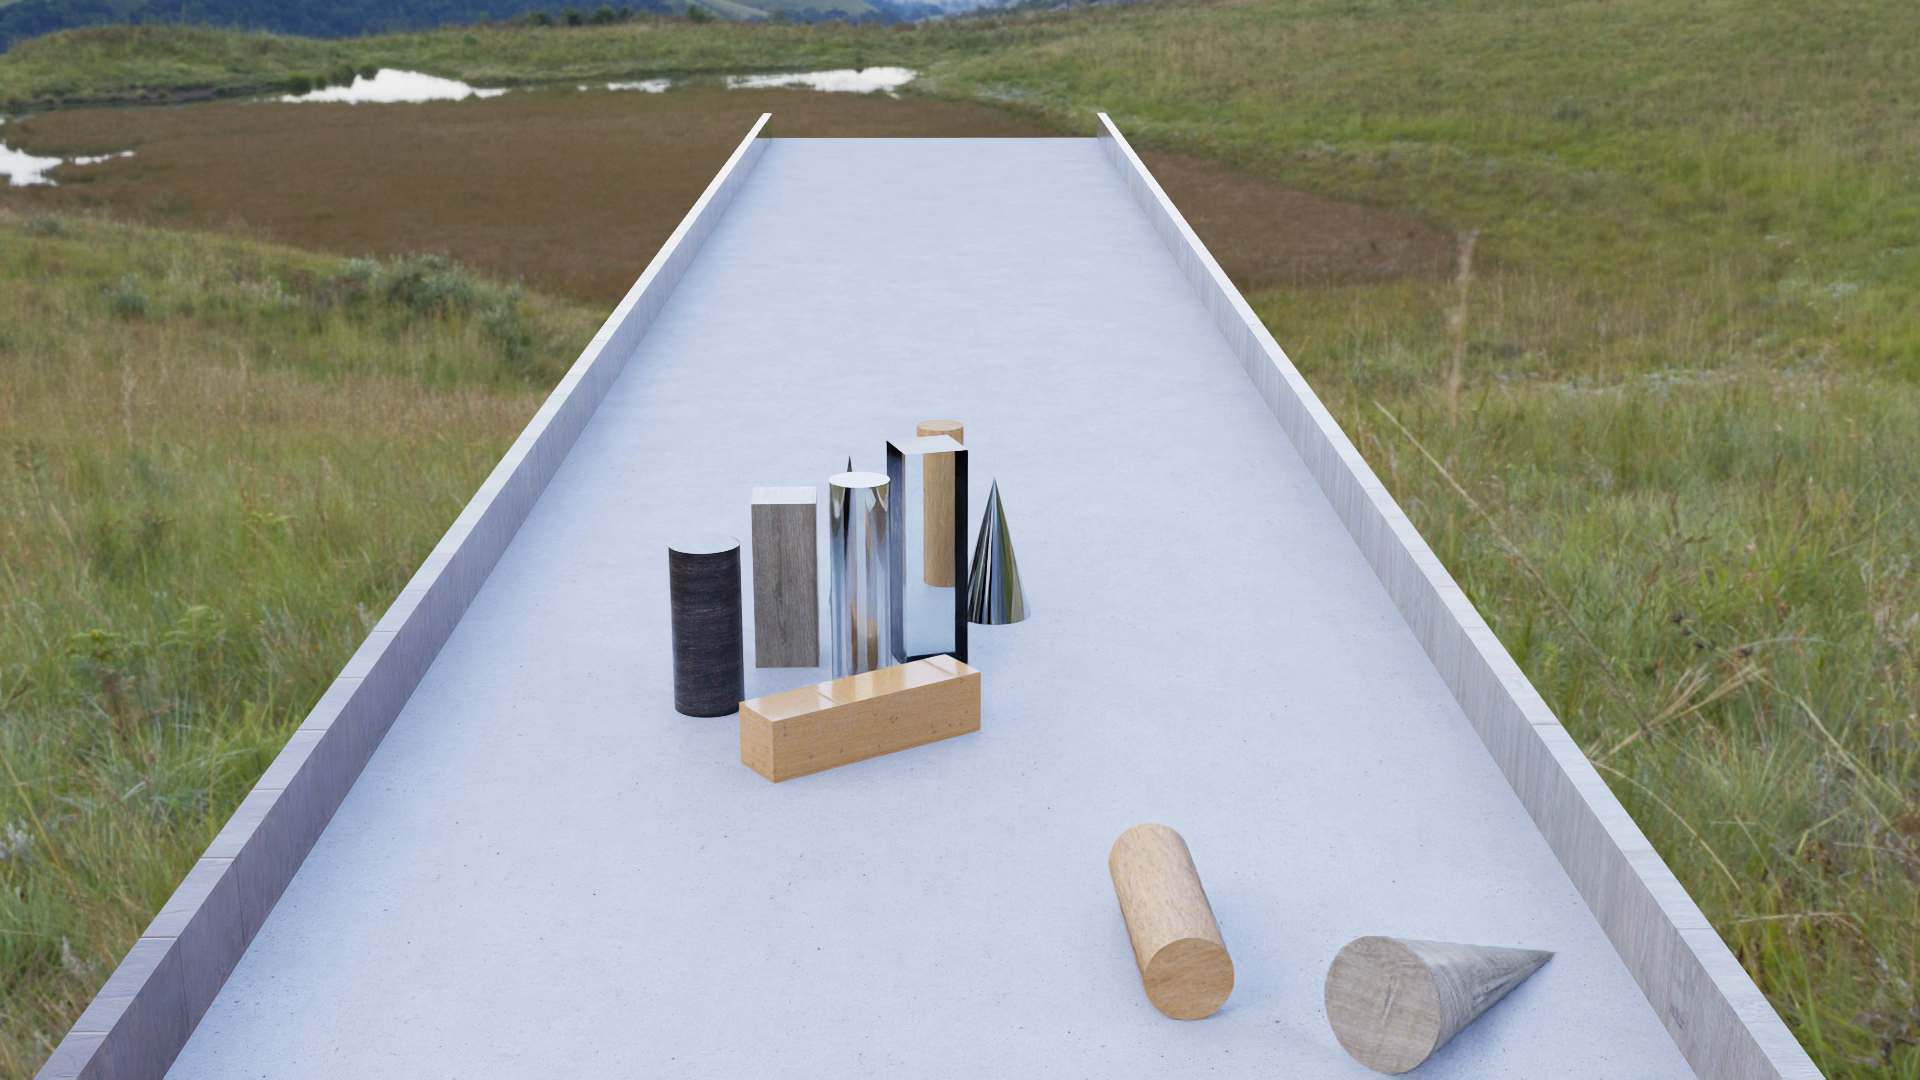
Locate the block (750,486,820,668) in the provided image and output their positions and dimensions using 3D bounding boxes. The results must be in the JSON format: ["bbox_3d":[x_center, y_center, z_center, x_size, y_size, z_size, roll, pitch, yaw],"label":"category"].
[{"bbox_3d":[-0.346,0.074,4.386,0.126,0.338,0.126,-1,17,-2],"label":"block"}]

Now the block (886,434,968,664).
[{"bbox_3d":[-0.065,0.025,4.368,0.128,0.442,0.128,-5,17,-18],"label":"block"}]

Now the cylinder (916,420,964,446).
[{"bbox_3d":[-0.044,-0.088,4.914,0.103,0.347,0.103,0,17,0],"label":"cylinder"}]

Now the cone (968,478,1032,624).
[{"bbox_3d":[0.073,0.011,4.659,0.160,0.303,0.160,0,17,0],"label":"cone"}]

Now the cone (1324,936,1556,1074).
[{"bbox_3d":[0.711,0.604,3.042,0.179,0.179,0.459,16,12,43],"label":"cone"}]

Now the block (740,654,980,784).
[{"bbox_3d":[-0.175,0.318,3.956,0.440,0.115,0.115,-11,20,-33],"label":"block"}]

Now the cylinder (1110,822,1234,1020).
[{"bbox_3d":[0.301,0.544,3.179,0.125,0.125,0.382,-1,17,-3],"label":"cylinder"}]

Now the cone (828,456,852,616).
[{"bbox_3d":[-0.232,-0.014,4.661,0.106,0.350,0.106,0,17,0],"label":"cone"}]

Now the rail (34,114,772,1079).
[{"bbox_3d":[-1.118,-0.838,7.780,0.050,0.150,12.000,0,17,-1],"label":"rail"}]

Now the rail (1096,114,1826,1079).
[{"bbox_3d":[0.932,-0.844,7.801,0.050,0.150,12.000,0,17,-1],"label":"rail"}]

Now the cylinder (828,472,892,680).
[{"bbox_3d":[-0.186,0.098,4.132,0.113,0.437,0.113,0,17,0],"label":"cylinder"}]

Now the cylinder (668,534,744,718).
[{"bbox_3d":[-0.475,0.160,4.127,0.133,0.321,0.133,0,17,0],"label":"cylinder"}]
